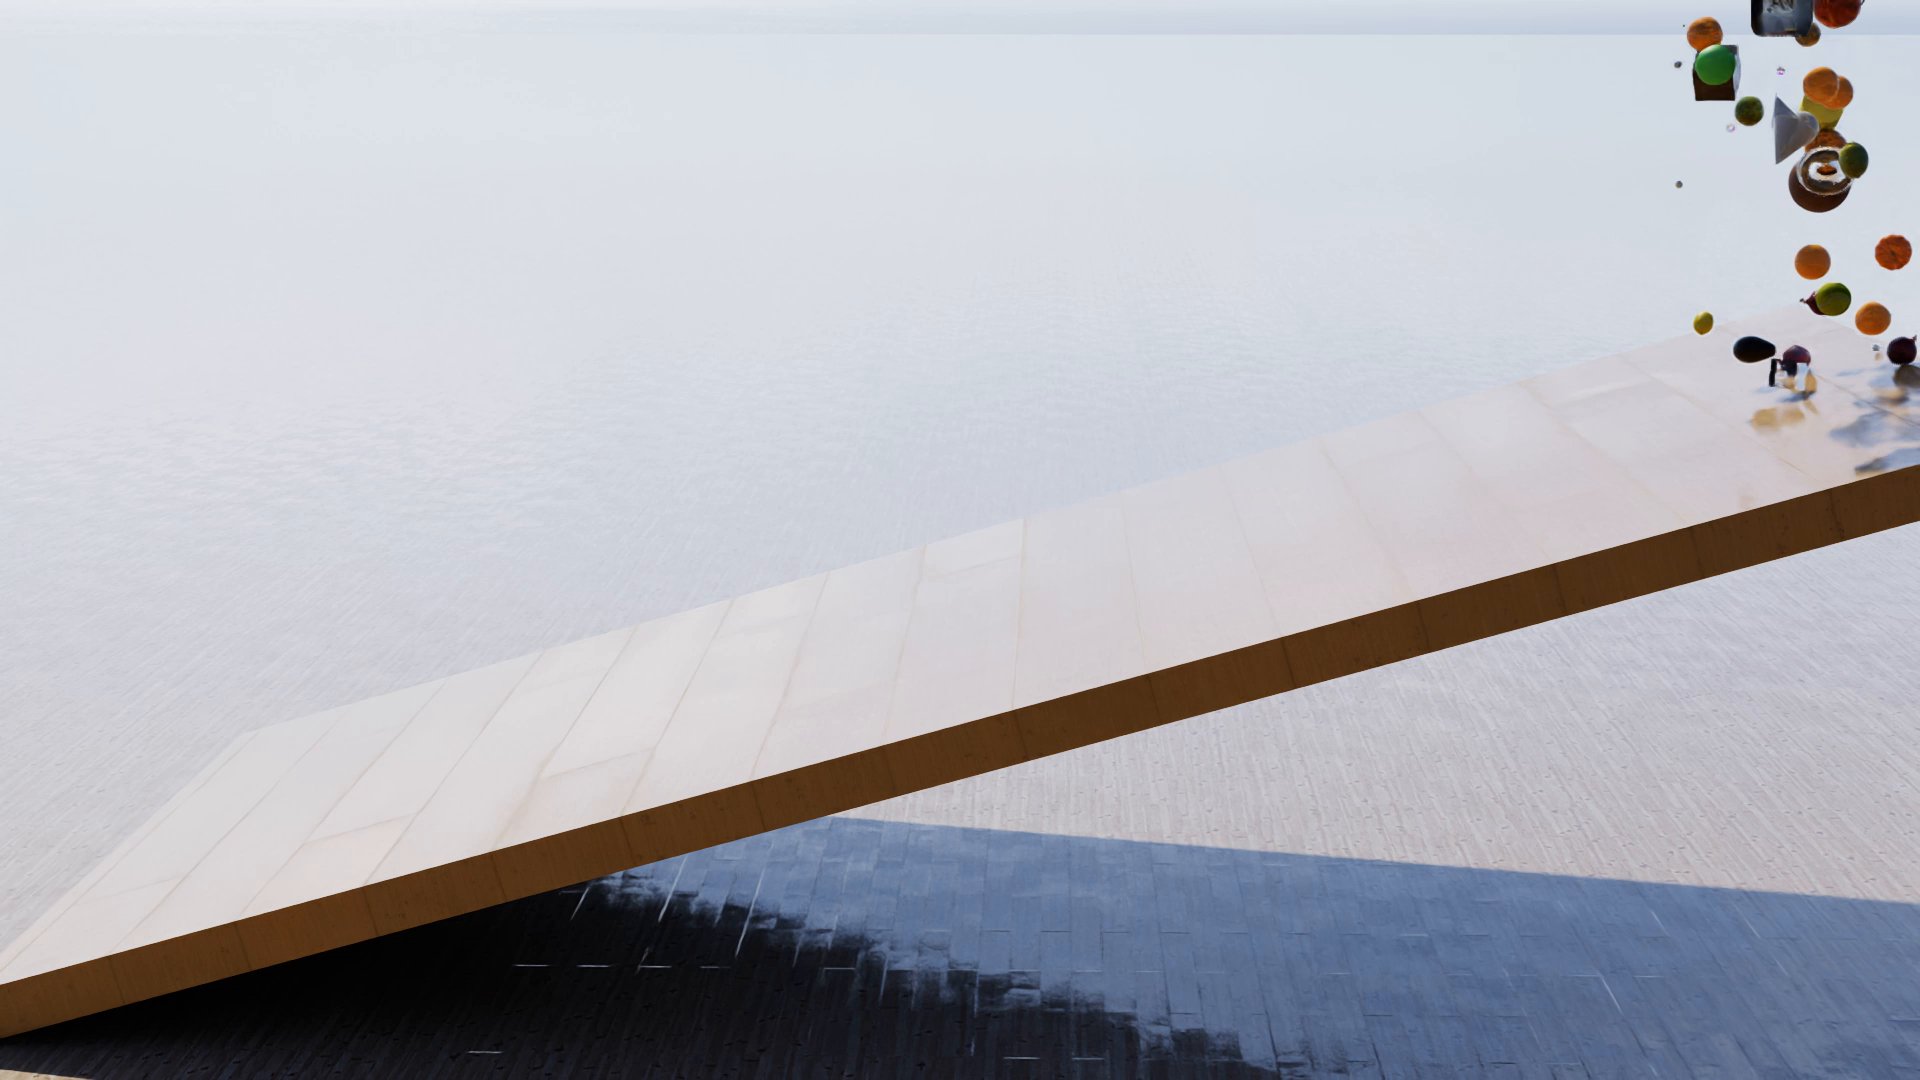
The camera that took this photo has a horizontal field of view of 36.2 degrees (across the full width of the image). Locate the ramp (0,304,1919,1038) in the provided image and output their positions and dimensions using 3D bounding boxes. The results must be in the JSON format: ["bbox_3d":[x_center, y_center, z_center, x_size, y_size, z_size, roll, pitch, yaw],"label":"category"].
[{"bbox_3d":[0.087,0.188,6.323,4.000,0.100,2.000,-15,10,5],"label":"ramp"}]

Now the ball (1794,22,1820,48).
[{"bbox_3d":[1.689,-1.008,5.860,0.051,0.051,0.051,0,10,0],"label":"ball"}]

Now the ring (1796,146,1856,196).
[{"bbox_3d":[1.778,-0.758,6.034,0.119,0.119,0.040,3,48,15],"label":"ring"}]

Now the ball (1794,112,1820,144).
[{"bbox_3d":[1.701,-0.832,5.943,0.068,0.068,0.068,0,10,0],"label":"ball"}]

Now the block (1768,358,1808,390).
[{"bbox_3d":[1.714,-0.342,6.091,0.056,0.056,0.056,11,5,36],"label":"block"}]

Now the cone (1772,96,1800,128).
[{"bbox_3d":[1.646,-0.865,5.901,0.059,0.059,0.059,-19,-2,-1],"label":"cone"}]

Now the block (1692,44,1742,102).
[{"bbox_3d":[1.568,-0.968,6.095,0.081,0.081,0.081,4,52,24],"label":"block"}]

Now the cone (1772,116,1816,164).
[{"bbox_3d":[1.632,-0.777,5.818,0.089,0.089,0.089,27,-11,6],"label":"cone"}]

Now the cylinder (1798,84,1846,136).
[{"bbox_3d":[1.804,-0.901,6.164,0.087,0.087,0.087,2,-10,8],"label":"cylinder"}]

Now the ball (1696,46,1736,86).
[{"bbox_3d":[1.493,-0.938,5.809,0.078,0.078,0.078,0,10,0],"label":"ball"}]
